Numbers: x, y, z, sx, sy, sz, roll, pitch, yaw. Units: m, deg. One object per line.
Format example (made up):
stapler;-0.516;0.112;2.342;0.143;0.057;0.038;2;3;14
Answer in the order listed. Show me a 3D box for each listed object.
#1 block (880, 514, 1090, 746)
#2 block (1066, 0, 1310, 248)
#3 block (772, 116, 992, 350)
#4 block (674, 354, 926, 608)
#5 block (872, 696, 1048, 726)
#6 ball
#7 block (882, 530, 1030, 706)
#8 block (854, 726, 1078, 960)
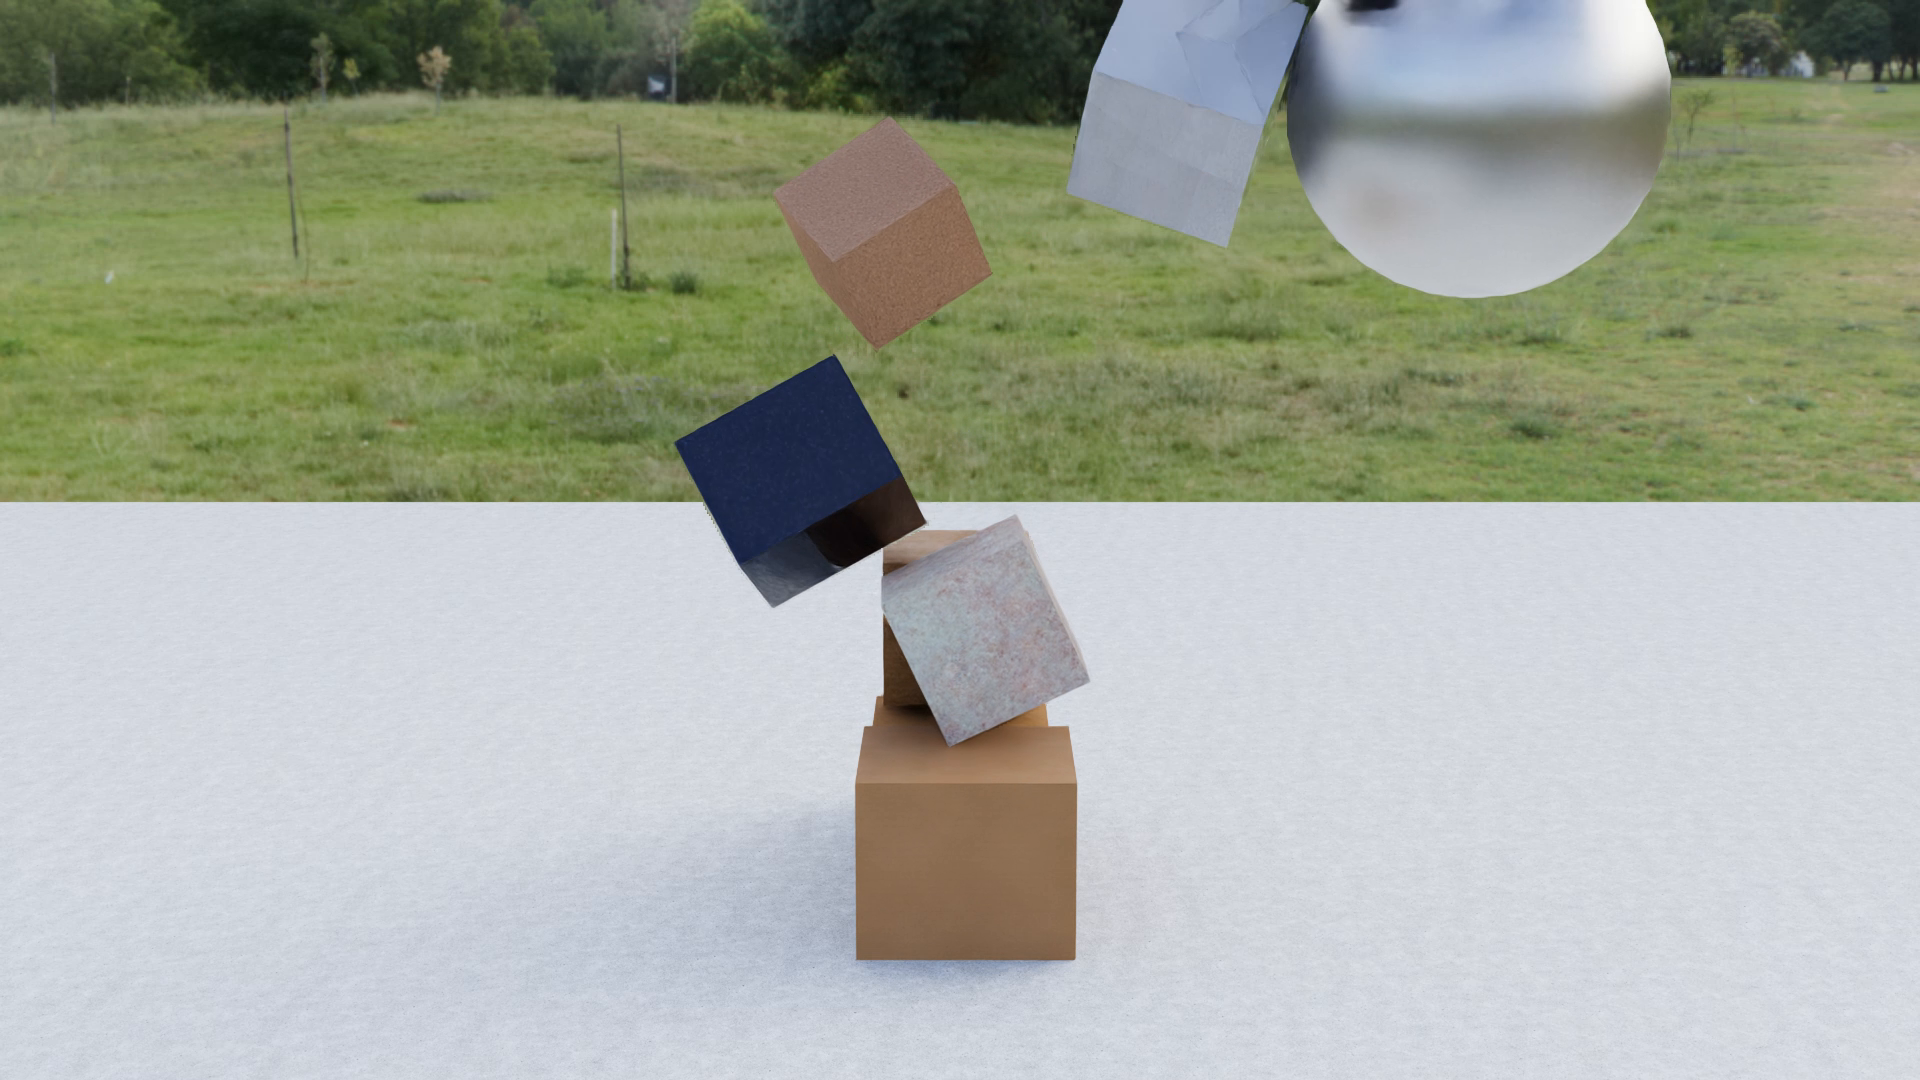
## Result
block;0.100;0.376;10.923;0.650;0.668;0.593;-25;11;3
block;0.963;-1.868;10.918;0.731;0.773;0.733;20;57;5
block;-0.346;-1.380;11.556;0.640;0.607;0.593;-34;50;-7
block;-0.686;-0.245;11.221;0.788;0.633;0.704;-29;-18;-1
block;0.003;1.118;11.460;0.769;0.701;0.672;0;10;0
ball;2.183;-1.825;10.849;1.600;1.600;1.600;0;10;0
block;-0.012;0.340;11.573;0.666;0.640;0.690;0;12;-1
block;0.026;1.244;10.679;0.882;0.732;0.907;0;10;0
